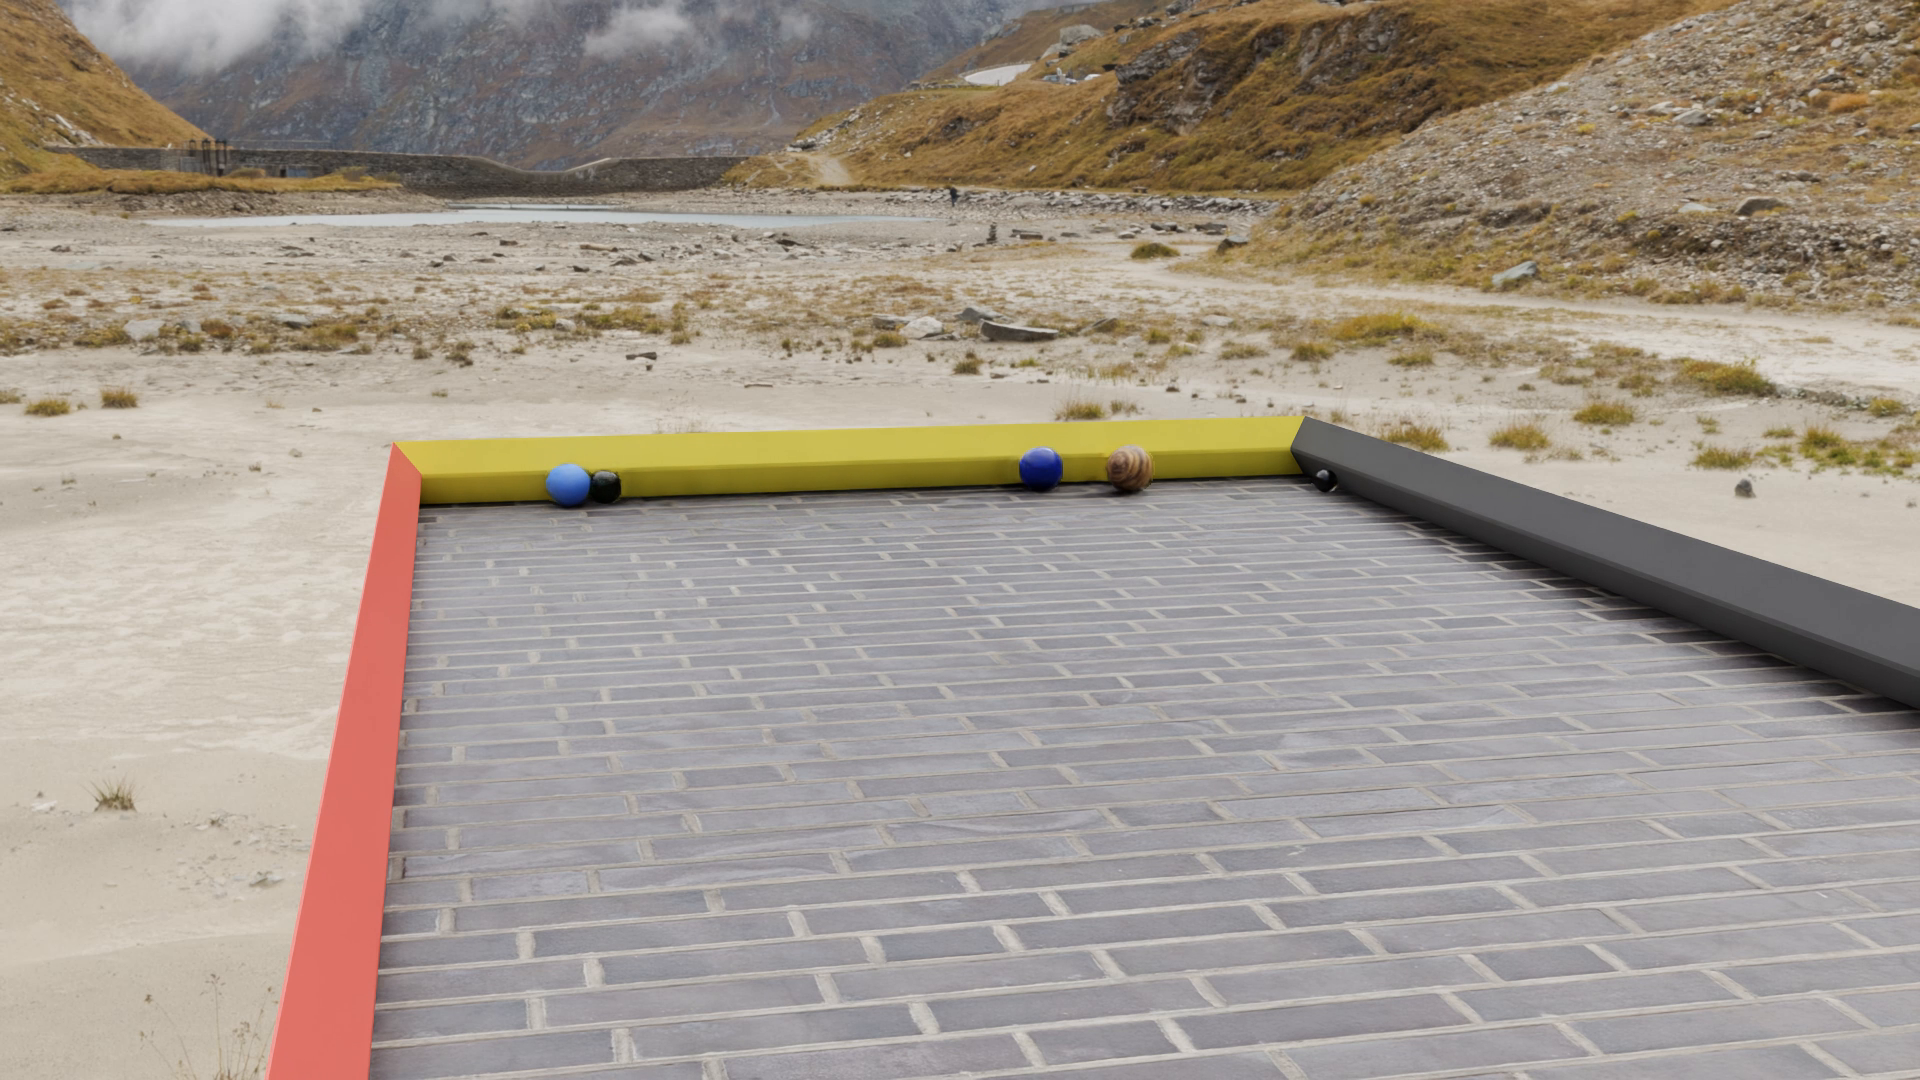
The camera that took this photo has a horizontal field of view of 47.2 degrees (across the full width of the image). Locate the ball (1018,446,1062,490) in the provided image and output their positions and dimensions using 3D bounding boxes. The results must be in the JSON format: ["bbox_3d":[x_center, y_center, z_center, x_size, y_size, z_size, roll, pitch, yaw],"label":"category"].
[{"bbox_3d":[0.137,-0.122,3.759,0.075,0.075,0.075,0,10,0],"label":"ball"}]

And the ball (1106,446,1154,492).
[{"bbox_3d":[0.289,-0.121,3.740,0.079,0.079,0.079,0,10,0],"label":"ball"}]

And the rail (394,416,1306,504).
[{"bbox_3d":[-0.149,-0.136,3.750,1.587,0.103,0.045,-2,10,-13],"label":"rail"}]

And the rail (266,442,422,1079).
[{"bbox_3d":[-0.596,0.128,2.271,0.045,0.103,2.778,-2,10,-13],"label":"rail"}]

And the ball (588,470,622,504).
[{"bbox_3d":[-0.583,-0.087,3.616,0.056,0.056,0.056,0,10,0],"label":"ball"}]

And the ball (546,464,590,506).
[{"bbox_3d":[-0.640,-0.090,3.588,0.071,0.071,0.071,0,10,0],"label":"ball"}]

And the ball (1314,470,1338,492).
[{"bbox_3d":[0.621,-0.100,3.734,0.040,0.040,0.040,0,10,0],"label":"ball"}]

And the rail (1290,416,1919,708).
[{"bbox_3d":[0.905,0.068,2.608,0.045,0.103,2.778,-2,10,-13],"label":"rail"}]
